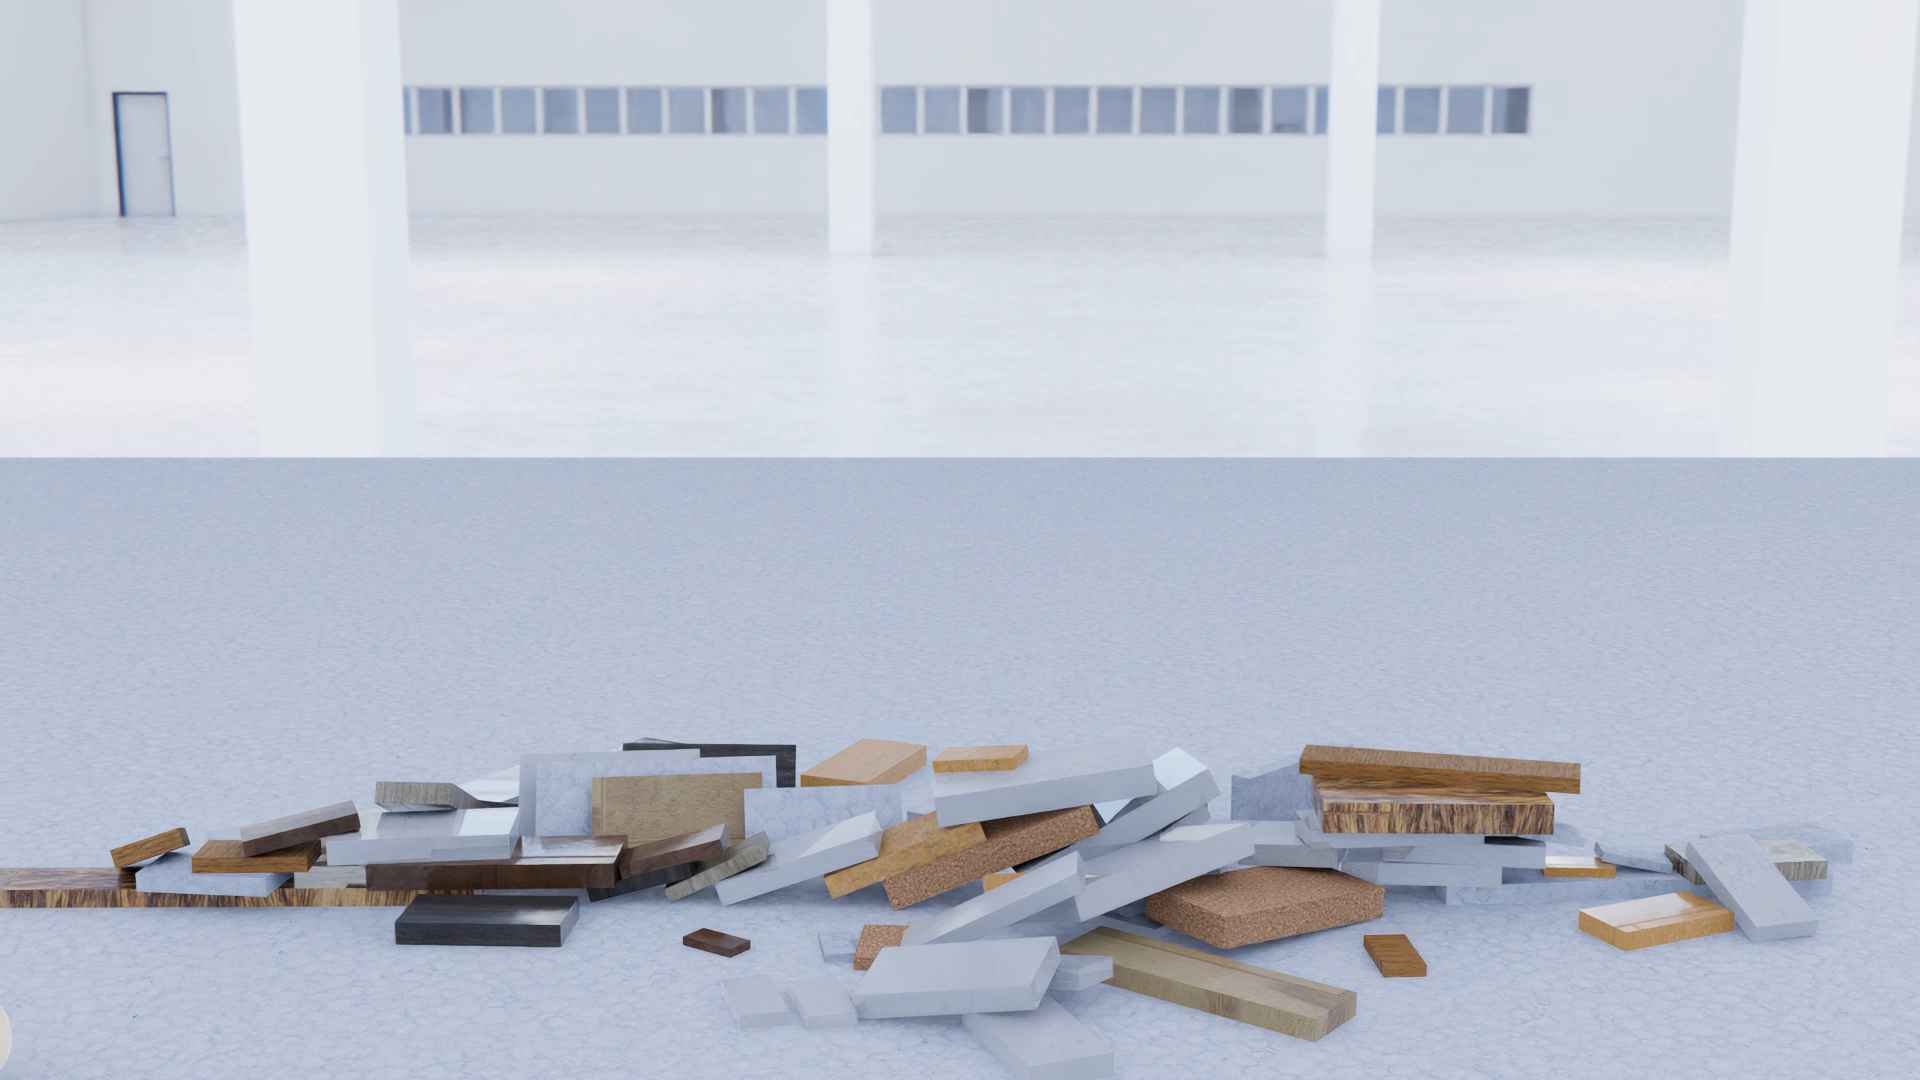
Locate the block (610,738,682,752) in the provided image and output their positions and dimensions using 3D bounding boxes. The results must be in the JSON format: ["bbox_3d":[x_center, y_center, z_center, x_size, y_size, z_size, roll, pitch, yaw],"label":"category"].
[{"bbox_3d":[-0.551,0.444,4.349,0.280,0.040,0.140,6,12,28],"label":"block"}]

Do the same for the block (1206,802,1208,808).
[{"bbox_3d":[0.361,0.481,4.030,0.184,0.026,0.092,17,17,3],"label":"block"}]

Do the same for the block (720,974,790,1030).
[{"bbox_3d":[-0.298,0.669,3.188,0.071,0.020,0.142,-3,11,-17],"label":"block"}]

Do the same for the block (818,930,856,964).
[{"bbox_3d":[-0.191,0.631,3.412,0.049,0.014,0.097,-2,11,-9],"label":"block"}]

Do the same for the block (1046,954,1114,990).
[{"bbox_3d":[0.107,0.633,3.230,0.211,0.030,0.105,-4,-1,31],"label":"block"}]

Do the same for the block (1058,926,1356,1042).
[{"bbox_3d":[0.357,0.651,3.246,0.443,0.035,0.122,8,13,37],"label":"block"}]

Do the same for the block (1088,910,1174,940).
[{"bbox_3d":[0.276,0.609,3.518,0.130,0.018,0.065,8,13,38],"label":"block"}]

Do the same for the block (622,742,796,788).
[{"bbox_3d":[-0.462,0.451,4.035,0.320,0.045,0.160,1,46,-4],"label":"block"}]

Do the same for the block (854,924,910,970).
[{"bbox_3d":[-0.121,0.630,3.400,0.071,0.020,0.142,1,11,4],"label":"block"}]

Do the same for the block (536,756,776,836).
[{"bbox_3d":[-0.535,0.470,3.892,0.420,0.160,0.045,-1,-28,-6],"label":"block"}]

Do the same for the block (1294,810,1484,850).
[{"bbox_3d":[0.708,0.474,3.631,0.290,0.031,0.109,-1,11,-5],"label":"block"}]

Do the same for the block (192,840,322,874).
[{"bbox_3d":[-1.158,0.521,3.626,0.185,0.026,0.093,0,11,-2],"label":"block"}]

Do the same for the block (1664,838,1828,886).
[{"bbox_3d":[1.314,0.538,3.681,0.230,0.033,0.115,-1,11,-7],"label":"block"}]

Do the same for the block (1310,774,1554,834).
[{"bbox_3d":[0.774,0.433,3.627,0.368,0.050,0.178,0,11,2],"label":"block"}]

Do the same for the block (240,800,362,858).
[{"bbox_3d":[-1.091,0.476,3.635,0.185,0.026,0.093,-13,12,-19],"label":"block"}]

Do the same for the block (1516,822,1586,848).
[{"bbox_3d":[0.965,0.480,3.627,0.117,0.017,0.058,10,13,-10],"label":"block"}]

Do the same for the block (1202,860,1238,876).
[{"bbox_3d":[0.389,0.534,3.595,0.116,0.016,0.058,-10,2,38],"label":"block"}]

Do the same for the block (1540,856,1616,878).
[{"bbox_3d":[1.031,0.547,3.678,0.117,0.017,0.059,1,11,4],"label":"block"}]

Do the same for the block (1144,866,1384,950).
[{"bbox_3d":[0.489,0.578,3.516,0.355,0.050,0.178,-2,10,-37],"label":"block"}]

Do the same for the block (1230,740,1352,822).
[{"bbox_3d":[0.602,0.462,3.983,0.039,0.136,0.313,10,15,44],"label":"block"}]

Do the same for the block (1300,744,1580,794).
[{"bbox_3d":[0.803,0.383,3.684,0.456,0.026,0.092,3,11,16],"label":"block"}]

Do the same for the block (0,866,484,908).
[{"bbox_3d":[-1.230,0.576,3.657,0.867,0.031,0.110,0,11,-1],"label":"block"}]

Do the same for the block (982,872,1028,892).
[{"bbox_3d":[0.114,0.575,3.553,0.146,0.073,0.021,-2,-24,-9],"label":"block"}]

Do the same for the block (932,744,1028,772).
[{"bbox_3d":[0.035,0.368,3.703,0.146,0.021,0.073,-5,11,22],"label":"block"}]

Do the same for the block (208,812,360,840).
[{"bbox_3d":[-1.182,0.530,3.893,0.261,0.037,0.131,-6,12,-31],"label":"block"}]

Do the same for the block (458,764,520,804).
[{"bbox_3d":[-0.855,0.480,4.153,0.140,0.040,0.280,7,12,31],"label":"block"}]

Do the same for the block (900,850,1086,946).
[{"bbox_3d":[0.050,0.565,3.354,0.301,0.030,0.105,-26,8,8],"label":"block"}]

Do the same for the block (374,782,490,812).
[{"bbox_3d":[-0.912,0.470,3.849,0.131,0.037,0.301,1,-17,4],"label":"block"}]

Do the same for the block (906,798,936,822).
[{"bbox_3d":[0.028,0.495,4.075,0.136,0.039,0.273,4,11,28],"label":"block"}]

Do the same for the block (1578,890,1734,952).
[{"bbox_3d":[1.108,0.606,3.501,0.219,0.031,0.109,-5,12,-24],"label":"block"}]

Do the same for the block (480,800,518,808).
[{"bbox_3d":[-0.798,0.489,3.982,0.334,0.014,0.049,7,-17,-7],"label":"block"}]

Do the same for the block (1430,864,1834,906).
[{"bbox_3d":[1.122,0.568,3.697,0.660,0.033,0.115,-1,11,-5],"label":"block"}]

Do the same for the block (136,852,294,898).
[{"bbox_3d":[-1.227,0.551,3.625,0.220,0.031,0.110,1,11,7],"label":"block"}]
